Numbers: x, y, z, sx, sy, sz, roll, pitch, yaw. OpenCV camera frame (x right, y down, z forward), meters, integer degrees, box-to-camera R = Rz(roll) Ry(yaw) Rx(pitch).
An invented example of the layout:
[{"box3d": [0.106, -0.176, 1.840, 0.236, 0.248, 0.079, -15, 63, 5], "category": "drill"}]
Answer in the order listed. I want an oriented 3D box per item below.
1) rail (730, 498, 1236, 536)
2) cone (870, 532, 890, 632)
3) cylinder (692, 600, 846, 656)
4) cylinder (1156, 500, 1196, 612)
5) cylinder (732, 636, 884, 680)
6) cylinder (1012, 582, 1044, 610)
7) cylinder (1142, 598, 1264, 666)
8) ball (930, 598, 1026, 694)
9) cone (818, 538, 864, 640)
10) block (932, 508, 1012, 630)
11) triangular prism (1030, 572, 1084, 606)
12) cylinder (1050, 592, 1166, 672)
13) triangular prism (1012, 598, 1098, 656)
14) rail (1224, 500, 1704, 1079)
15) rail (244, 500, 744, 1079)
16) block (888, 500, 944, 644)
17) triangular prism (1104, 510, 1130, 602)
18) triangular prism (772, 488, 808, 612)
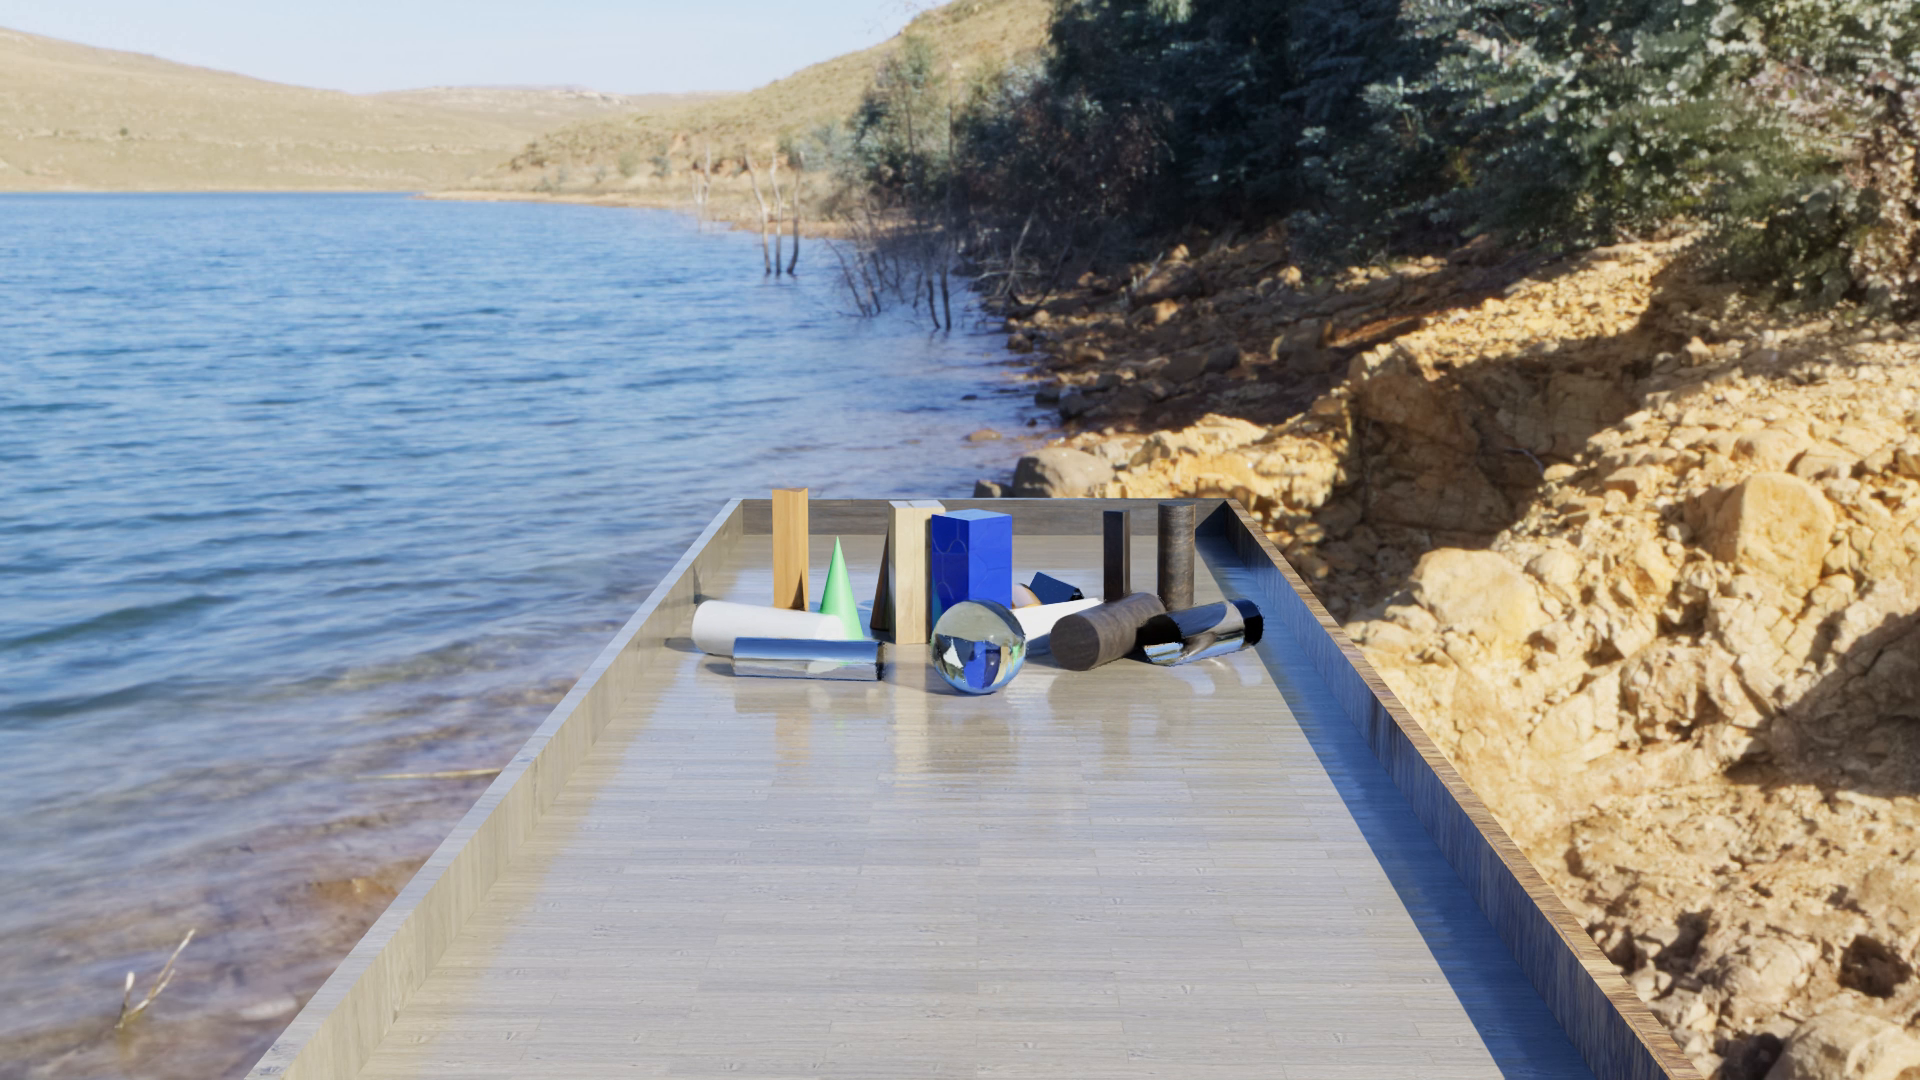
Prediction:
[{"box3d": [0.099, -0.098, 9.147, 2.100, 0.150, 0.050, 0, 9, 1], "category": "rail"}, {"box3d": [-0.218, 0.077, 7.181, 0.159, 0.419, 0.159, 0, 9, 0], "category": "cone"}, {"box3d": [-0.584, 0.285, 6.691, 0.458, 0.163, 0.163, 6, 11, 31], "category": "cylinder"}, {"box3d": [0.702, 0.085, 7.162, 0.121, 0.411, 0.121, 0, 9, 0], "category": "cylinder"}, {"box3d": [-0.444, 0.347, 6.445, 0.427, 0.117, 0.117, 1, 9, 9], "category": "cylinder"}, {"box3d": [0.216, 0.229, 7.212, 0.110, 0.110, 0.394, -1, 9, -6], "category": "cylinder"}, {"box3d": [0.746, 0.281, 6.736, 0.390, 0.158, 0.158, -9, 13, -44], "category": "cylinder"}, {"box3d": [0.052, 0.301, 6.241, 0.273, 0.273, 0.273, 0, 9, 0], "category": "ball"}, {"box3d": [-0.387, 0.152, 6.966, 0.166, 0.339, 0.166, 0, 9, 0], "category": "cone"}, {"box3d": [0.036, 0.127, 6.879, 0.178, 0.416, 0.178, -8, 12, -41], "category": "block"}, {"box3d": [0.327, 0.192, 7.380, 0.143, 0.124, 0.334, -3, 10, -20], "category": "triangular prism"}, {"box3d": [0.458, 0.277, 6.715, 0.172, 0.172, 0.440, 6, 11, 32], "category": "cylinder"}, {"box3d": [0.277, 0.268, 6.869, 0.386, 0.134, 0.154, -7, 11, -36], "category": "triangular prism"}, {"box3d": [1.046, 0.843, 3.208, 0.050, 0.150, 12.000, 0, 9, 1], "category": "rail"}, {"box3d": [-1.004, 0.839, 3.234, 0.050, 0.150, 12.000, 0, 9, 1], "category": "rail"}, {"box3d": [-0.138, 0.101, 6.984, 0.156, 0.434, 0.156, -2, 9, -10], "category": "block"}, {"box3d": [0.515, 0.111, 6.990, 0.076, 0.410, 0.088, -6, 7, -43], "category": "triangular prism"}, {"box3d": [-0.532, 0.058, 7.190, 0.119, 0.454, 0.103, 7, 11, 37], "category": "triangular prism"}]
